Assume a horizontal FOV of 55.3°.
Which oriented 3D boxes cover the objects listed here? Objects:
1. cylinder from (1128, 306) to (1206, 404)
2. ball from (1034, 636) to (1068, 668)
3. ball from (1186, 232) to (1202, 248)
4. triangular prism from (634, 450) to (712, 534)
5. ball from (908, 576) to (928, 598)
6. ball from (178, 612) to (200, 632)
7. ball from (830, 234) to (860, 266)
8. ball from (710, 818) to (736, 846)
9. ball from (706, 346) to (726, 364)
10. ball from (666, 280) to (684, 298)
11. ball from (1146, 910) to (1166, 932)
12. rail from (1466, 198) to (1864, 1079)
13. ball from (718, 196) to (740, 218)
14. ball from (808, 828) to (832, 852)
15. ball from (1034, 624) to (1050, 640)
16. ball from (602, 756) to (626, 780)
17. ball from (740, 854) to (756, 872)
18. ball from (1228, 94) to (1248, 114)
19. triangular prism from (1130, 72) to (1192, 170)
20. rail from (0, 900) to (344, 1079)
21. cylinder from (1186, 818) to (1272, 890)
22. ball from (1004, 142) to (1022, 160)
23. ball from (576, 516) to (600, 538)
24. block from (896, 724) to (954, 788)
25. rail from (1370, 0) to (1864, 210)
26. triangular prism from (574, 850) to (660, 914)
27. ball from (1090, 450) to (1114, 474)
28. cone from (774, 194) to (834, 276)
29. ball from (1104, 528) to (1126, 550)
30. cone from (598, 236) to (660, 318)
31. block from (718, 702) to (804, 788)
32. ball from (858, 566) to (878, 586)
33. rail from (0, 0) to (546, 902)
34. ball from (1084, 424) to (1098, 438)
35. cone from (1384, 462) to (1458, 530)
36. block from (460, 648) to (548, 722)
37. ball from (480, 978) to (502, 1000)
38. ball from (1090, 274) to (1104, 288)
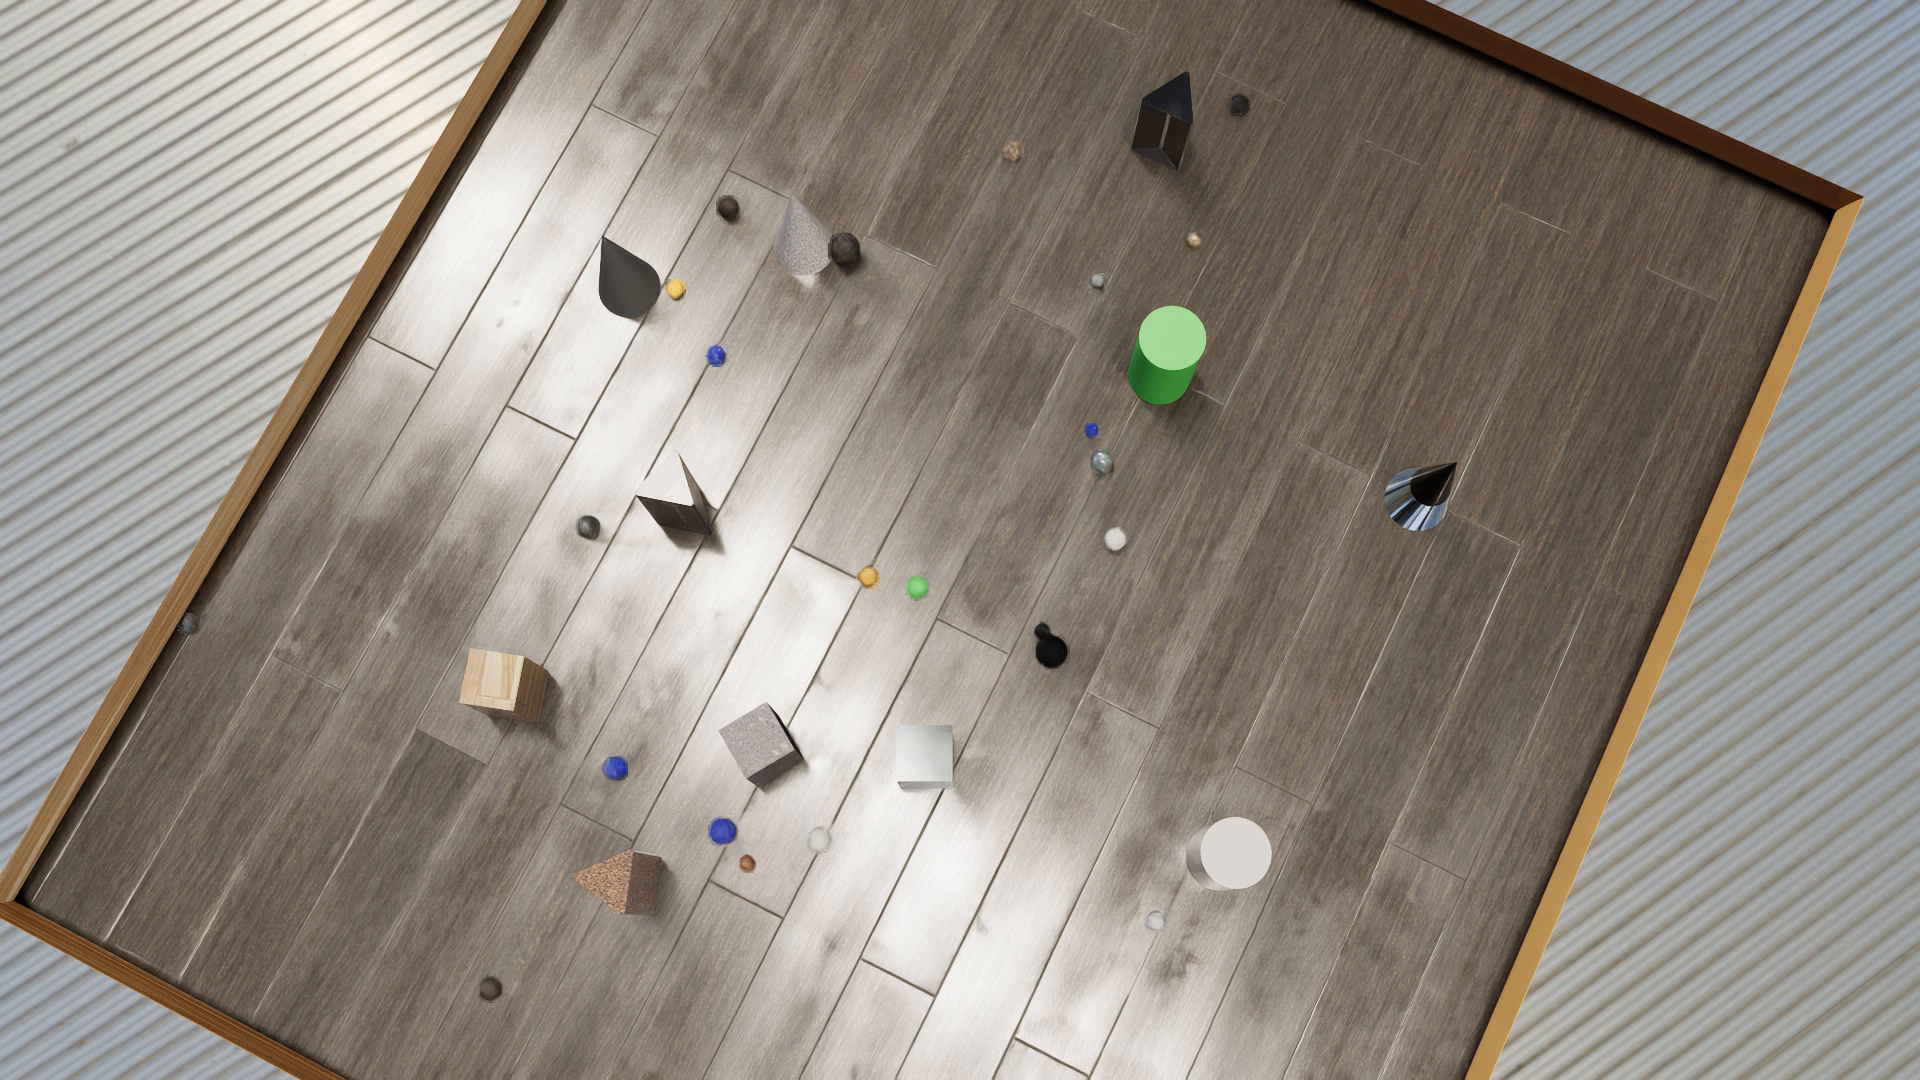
[{"bbox_3d":[0.623,-0.555,5.546,0.197,0.364,0.197,0,78,0],"label":"cylinder"},{"bbox_3d":[0.274,0.335,5.497,0.099,0.099,0.099,0,78,0],"label":"ball"},{"bbox_3d":[0.741,-0.949,5.788,0.049,0.049,0.049,0,78,0],"label":"ball"},{"bbox_3d":[-0.830,-0.146,5.438,0.171,0.410,0.148,11,79,2],"label":"triangular prism"},{"bbox_3d":[-0.127,0.144,5.554,0.065,0.065,0.065,0,78,0],"label":"ball"},{"bbox_3d":[-2.330,0.249,5.535,0.058,0.058,0.058,0,78,0],"label":"ball"},{"bbox_3d":[-0.361,-0.911,5.747,0.098,0.098,0.098,0,78,0],"label":"ball"},{"bbox_3d":[-0.698,0.858,5.398,0.079,0.079,0.079,0,78,0],"label":"ball"},{"bbox_3d":[-0.759,-0.577,5.706,0.058,0.058,0.058,0,78,0],"label":"ball"},{"bbox_3d":[-0.894,-0.787,5.751,0.056,0.056,0.056,0,78,0],"label":"ball"},{"bbox_3d":[0.572,1.114,5.356,0.058,0.058,0.058,0,78,0],"label":"ball"},{"bbox_3d":[1.799,0.888,5.366,0.045,0.128,4.462,26,80,5],"label":"rail"},{"bbox_3d":[-0.733,-1.052,5.799,0.068,0.068,0.068,0,78,0],"label":"ball"},{"bbox_3d":[-0.415,0.882,5.397,0.072,0.072,0.072,0,78,0],"label":"ball"},{"bbox_3d":[0.249,0.276,5.534,0.050,0.050,0.050,0,78,0],"label":"ball"},{"bbox_3d":[-1.026,0.677,5.440,0.071,0.071,0.071,0,78,0],"label":"ball"},{"bbox_3d":[-0.627,0.951,5.396,0.047,0.047,0.047,0,78,0],"label":"ball"},{"bbox_3d":[0.893,-1.397,5.874,0.062,0.062,0.062,0,78,0],"label":"ball"},{"bbox_3d":[0.656,-1.319,5.710,0.171,0.352,0.148,26,80,5],"label":"triangular prism"},{"bbox_3d":[-0.987,1.940,5.149,4.071,0.128,0.045,26,80,5],"label":"rail"},{"bbox_3d":[0.766,0.903,5.254,0.197,0.344,0.197,0,78,0],"label":"cylinder"},{"bbox_3d":[0.167,-1.240,5.844,0.057,0.057,0.057,0,78,0],"label":"ball"},{"bbox_3d":[-1.133,-0.040,5.588,0.071,0.071,0.071,0,78,0],"label":"ball"},{"bbox_3d":[-0.100,0.633,5.331,0.158,0.302,0.158,0,78,0],"label":"block"},{"bbox_3d":[0.987,-1.926,5.949,4.071,0.128,0.045,26,80,5],"label":"rail"},{"bbox_3d":[-0.930,0.946,5.177,0.171,0.477,0.148,35,80,7],"label":"triangular prism"},{"bbox_3d":[0.435,-0.240,5.628,0.075,0.075,0.075,0,78,0],"label":"ball"},{"bbox_3d":[-0.493,-0.977,5.599,0.197,0.430,0.197,0,78,0],"label":"cone"},{"bbox_3d":[0.473,-0.001,5.583,0.067,0.067,0.067,0,78,0],"label":"ball"},{"bbox_3d":[-1.043,-0.842,5.559,0.197,0.455,0.197,0,78,0],"label":"cone"},{"bbox_3d":[-0.572,0.597,5.316,0.158,0.346,0.158,-30,80,-6],"label":"block"},{"bbox_3d":[-0.278,0.111,5.563,0.060,0.060,0.060,0,78,0],"label":"ball"},{"bbox_3d":[-1.799,-0.874,5.731,0.045,0.128,4.462,26,80,5],"label":"rail"},{"bbox_3d":[0.407,-0.336,5.664,0.043,0.043,0.043,0,78,0],"label":"ball"},{"bbox_3d":[1.406,-0.173,5.409,0.197,0.476,0.197,0,78,0],"label":"cone"},{"bbox_3d":[-1.332,0.429,5.366,0.158,0.317,0.158,8,78,2],"label":"block"},{"bbox_3d":[-1.360,1.302,5.313,0.066,0.066,0.066,0,78,0],"label":"ball"},{"bbox_3d":[0.432,-0.816,5.764,0.042,0.042,0.042,0,78,0],"label":"ball"}]
